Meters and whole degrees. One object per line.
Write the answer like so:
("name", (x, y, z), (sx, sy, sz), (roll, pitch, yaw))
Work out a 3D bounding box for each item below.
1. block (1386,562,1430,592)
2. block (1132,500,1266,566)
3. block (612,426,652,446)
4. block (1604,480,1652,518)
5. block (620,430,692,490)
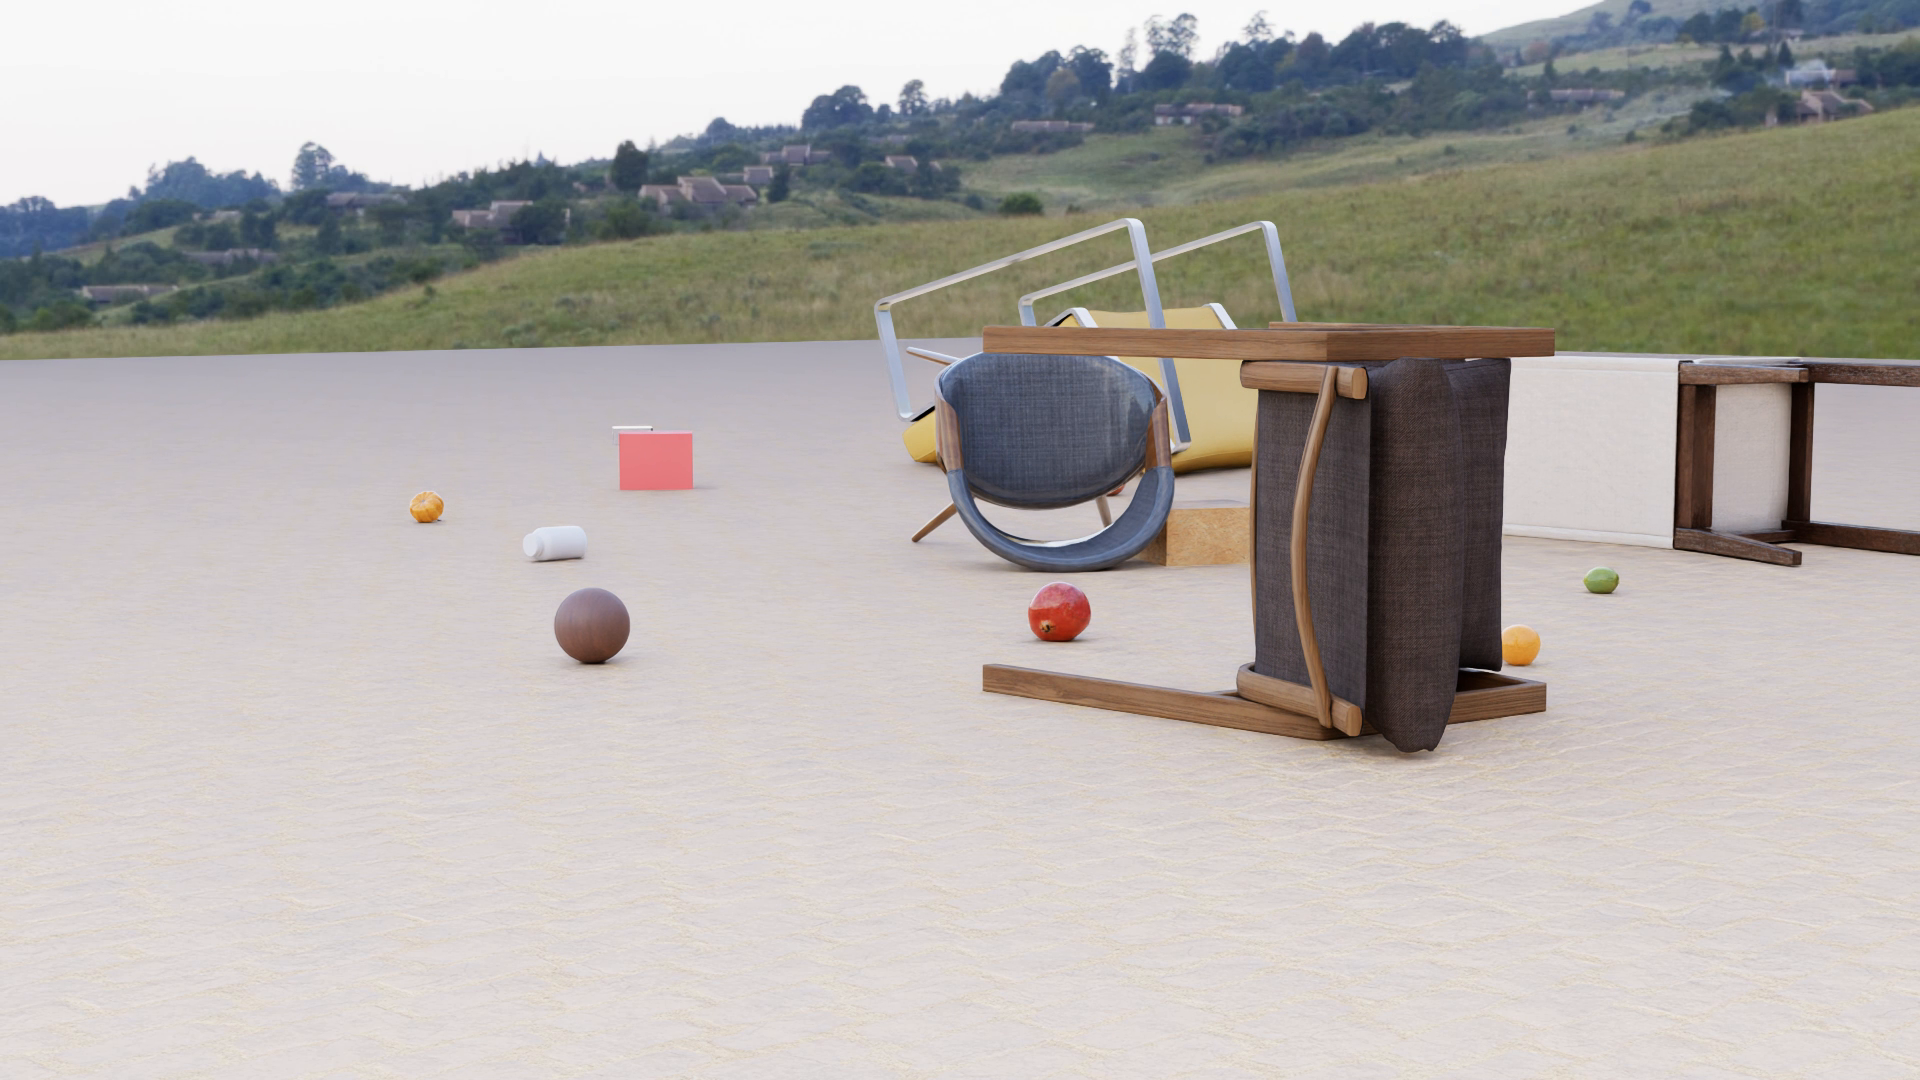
("block", (0.945, 0.078, 5.406), (0.060, 0.051, 0.070), (6, 8, 44))
("block", (0.553, -0.018, 5.958), (0.247, 0.130, 0.201), (-2, 6, -19))
("block", (-1.285, -0.410, 10.068), (0.150, 0.065, 0.112), (-1, 6, -11))
("block", (1.833, -0.112, 7.034), (0.096, 0.094, 0.082), (-3, 6, -25))
("block", (-0.944, -0.249, 7.982), (0.224, 0.173, 0.150), (-1, 6, -6))
